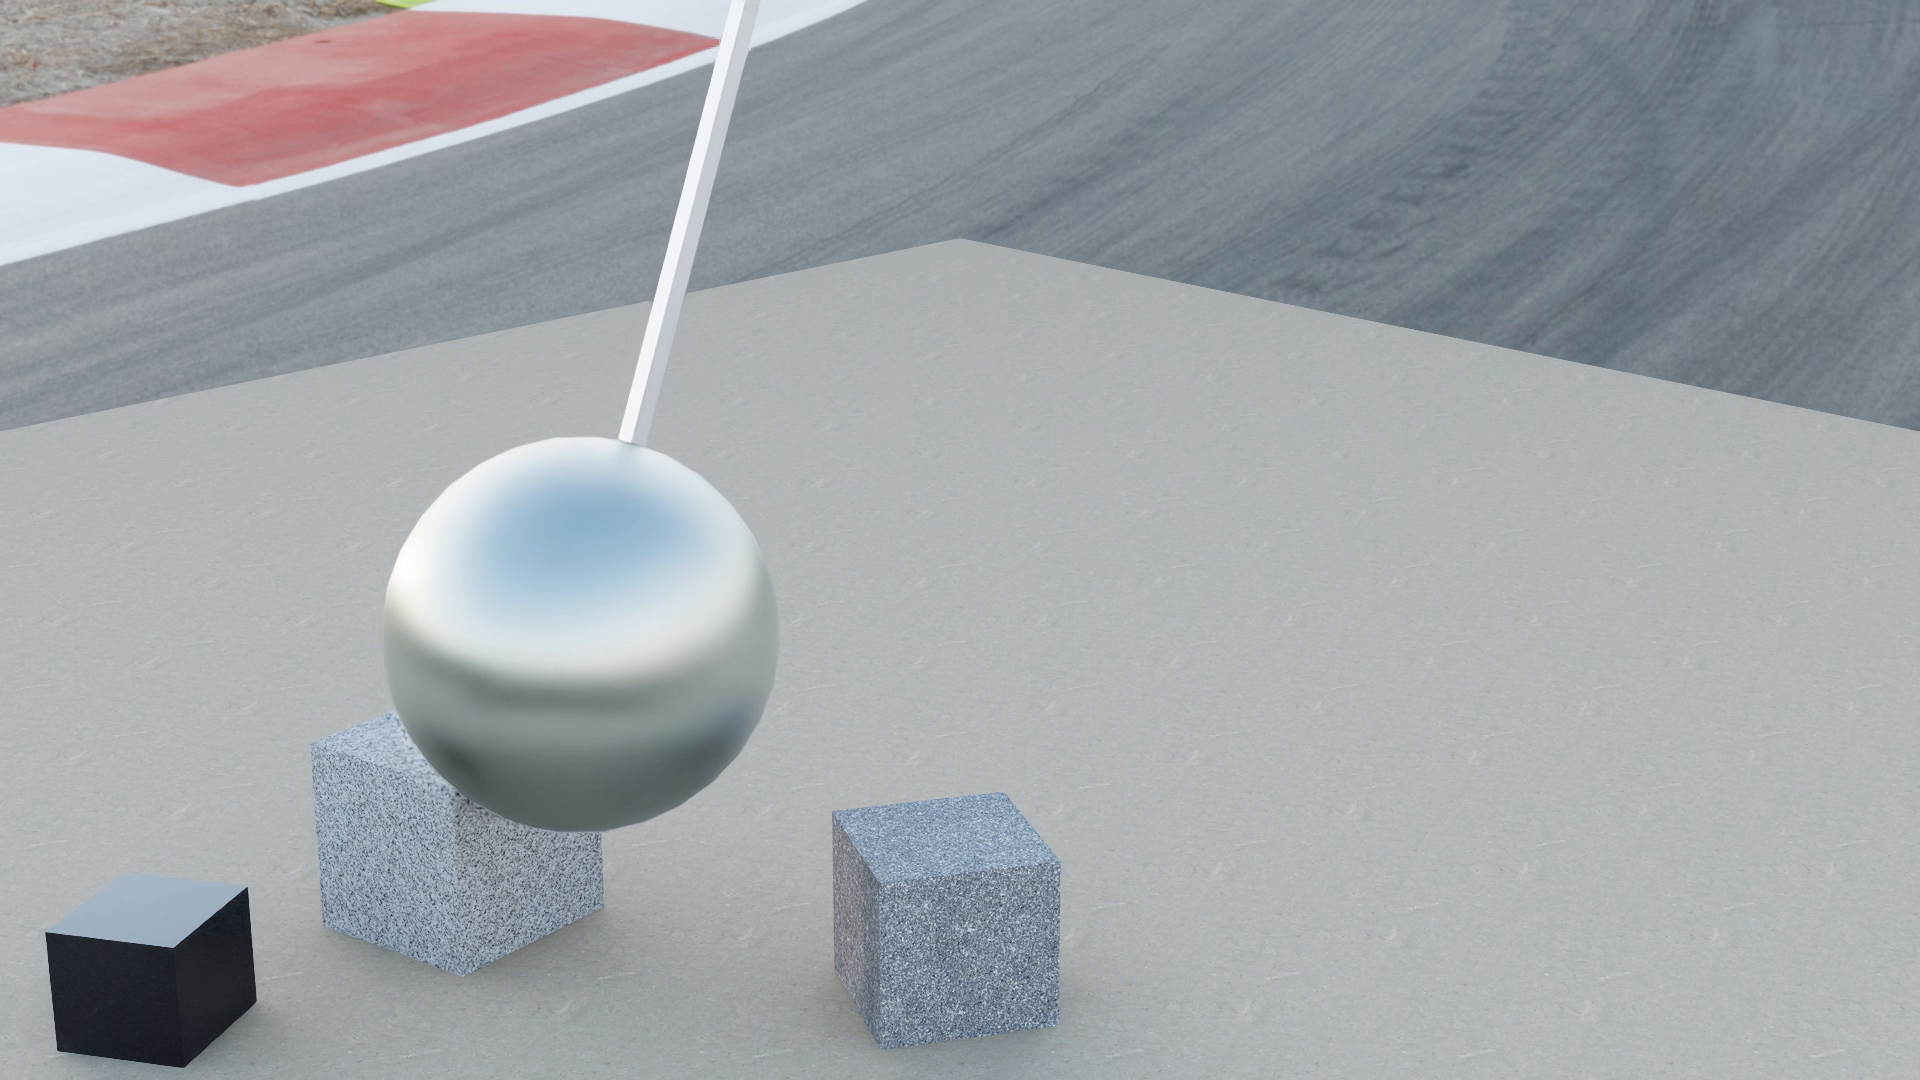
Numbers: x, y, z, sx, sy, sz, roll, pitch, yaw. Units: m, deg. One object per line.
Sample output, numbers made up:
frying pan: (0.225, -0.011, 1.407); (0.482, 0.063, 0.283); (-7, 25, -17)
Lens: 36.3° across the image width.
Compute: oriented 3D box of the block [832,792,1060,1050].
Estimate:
block: (-0.066, 1.563, 12.151); (0.754, 0.731, 0.768); (-5, 18, -16)

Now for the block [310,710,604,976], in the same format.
block: (-2.200, 1.260, 12.897); (0.865, 0.863, 0.878); (12, 21, 34)

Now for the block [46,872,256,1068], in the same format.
block: (-3.281, 1.741, 11.932); (0.565, 0.524, 0.608); (5, 18, 14)

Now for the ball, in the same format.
ball: (-1.528, 0.380, 11.860); (1.600, 1.600, 1.600); (0, 17, 0)

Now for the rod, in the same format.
rod: (-0.662, -2.906, 11.735); (0.080, 5.200, 0.080); (17, 3, 42)
